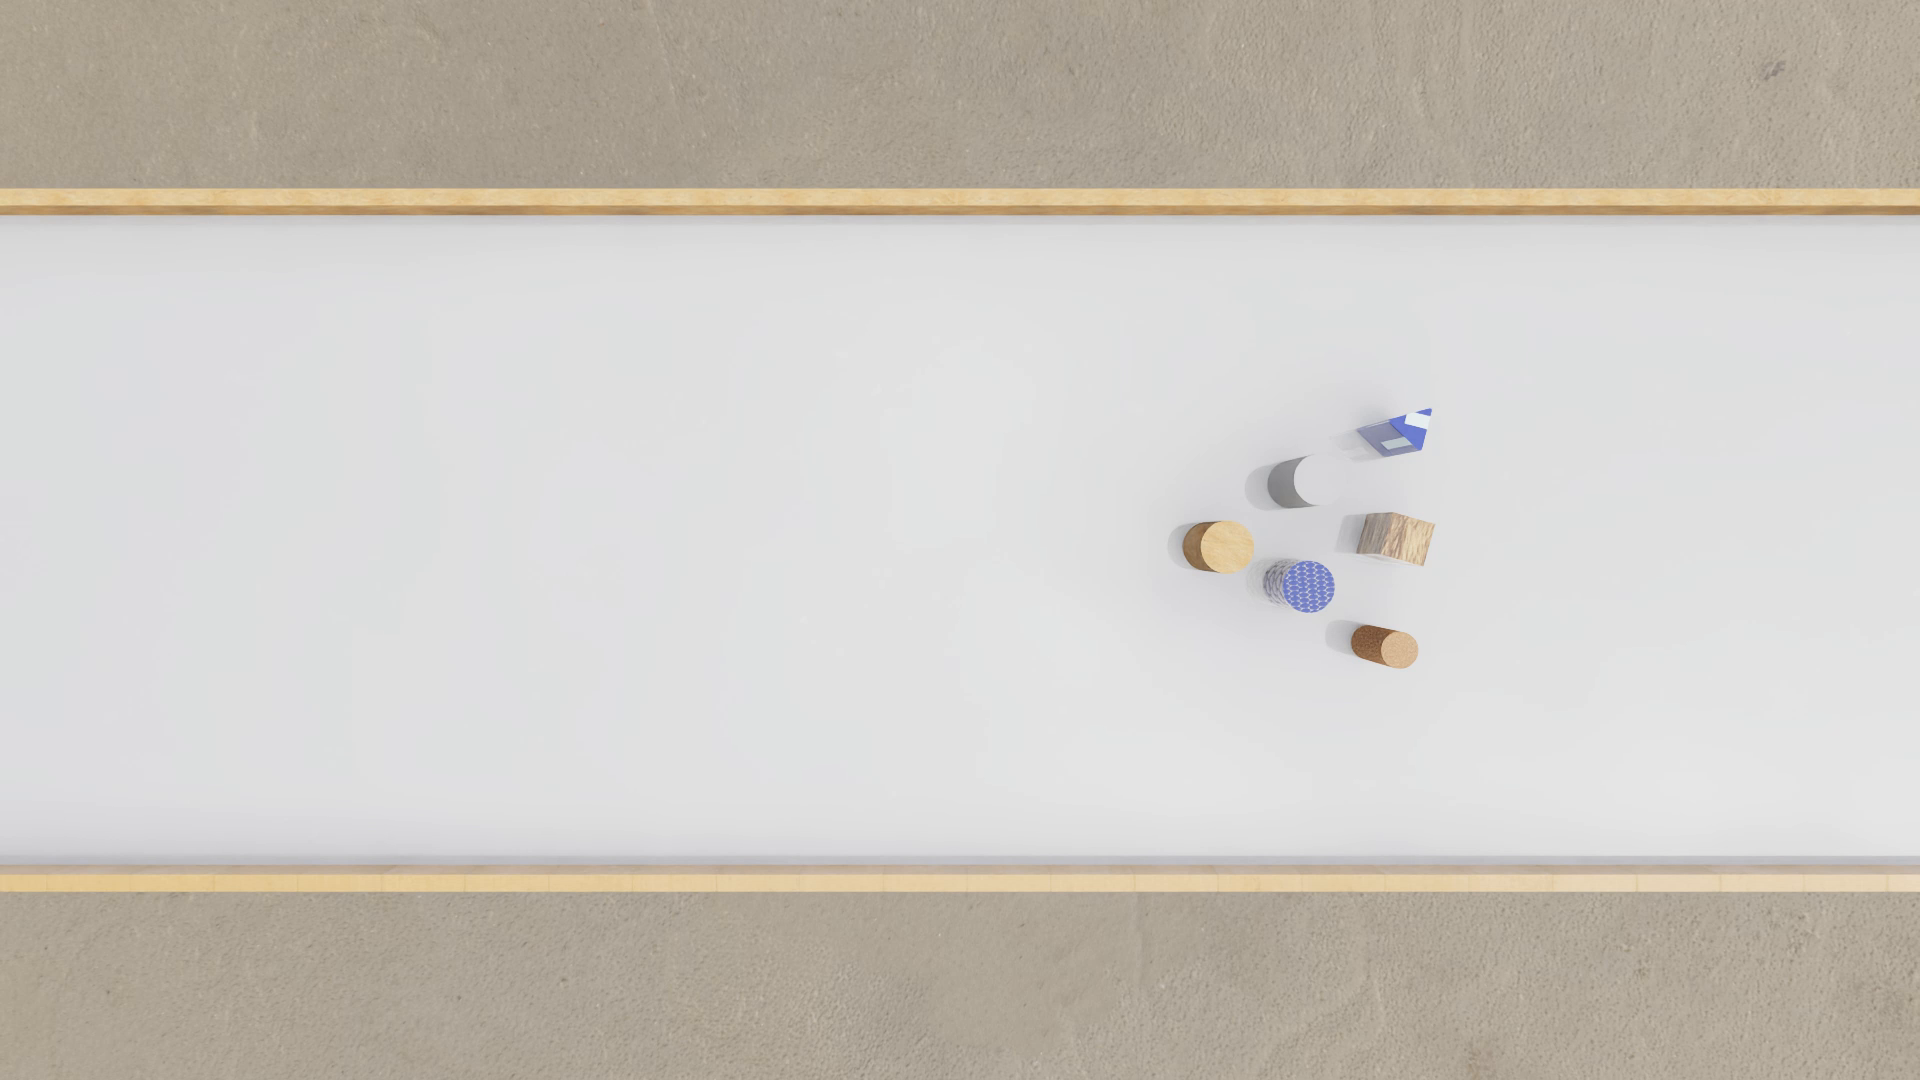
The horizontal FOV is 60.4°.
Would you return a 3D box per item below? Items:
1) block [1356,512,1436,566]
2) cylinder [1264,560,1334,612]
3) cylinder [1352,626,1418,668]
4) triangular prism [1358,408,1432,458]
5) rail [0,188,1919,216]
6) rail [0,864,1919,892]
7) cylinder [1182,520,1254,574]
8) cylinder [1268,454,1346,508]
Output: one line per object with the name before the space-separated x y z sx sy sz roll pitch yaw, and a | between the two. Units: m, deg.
block | 1.297 -0.002 4.924 0.127 0.304 0.127 16 90 0
cylinder | 1.008 0.135 4.921 0.151 0.310 0.151 0 90 0
cylinder | 1.257 0.315 4.895 0.107 0.364 0.107 0 90 0
triangular prism | 1.303 -0.335 4.883 0.124 0.388 0.107 44 90 0
rail | -2.247 -1.025 5.002 12.000 0.150 0.050 0 90 0
rail | -2.247 1.025 5.001 12.000 0.150 0.050 0 90 0
cylinder | 0.761 0.020 4.885 0.152 0.383 0.152 0 90 0
cylinder | 1.020 -0.171 4.875 0.149 0.403 0.149 0 90 0
